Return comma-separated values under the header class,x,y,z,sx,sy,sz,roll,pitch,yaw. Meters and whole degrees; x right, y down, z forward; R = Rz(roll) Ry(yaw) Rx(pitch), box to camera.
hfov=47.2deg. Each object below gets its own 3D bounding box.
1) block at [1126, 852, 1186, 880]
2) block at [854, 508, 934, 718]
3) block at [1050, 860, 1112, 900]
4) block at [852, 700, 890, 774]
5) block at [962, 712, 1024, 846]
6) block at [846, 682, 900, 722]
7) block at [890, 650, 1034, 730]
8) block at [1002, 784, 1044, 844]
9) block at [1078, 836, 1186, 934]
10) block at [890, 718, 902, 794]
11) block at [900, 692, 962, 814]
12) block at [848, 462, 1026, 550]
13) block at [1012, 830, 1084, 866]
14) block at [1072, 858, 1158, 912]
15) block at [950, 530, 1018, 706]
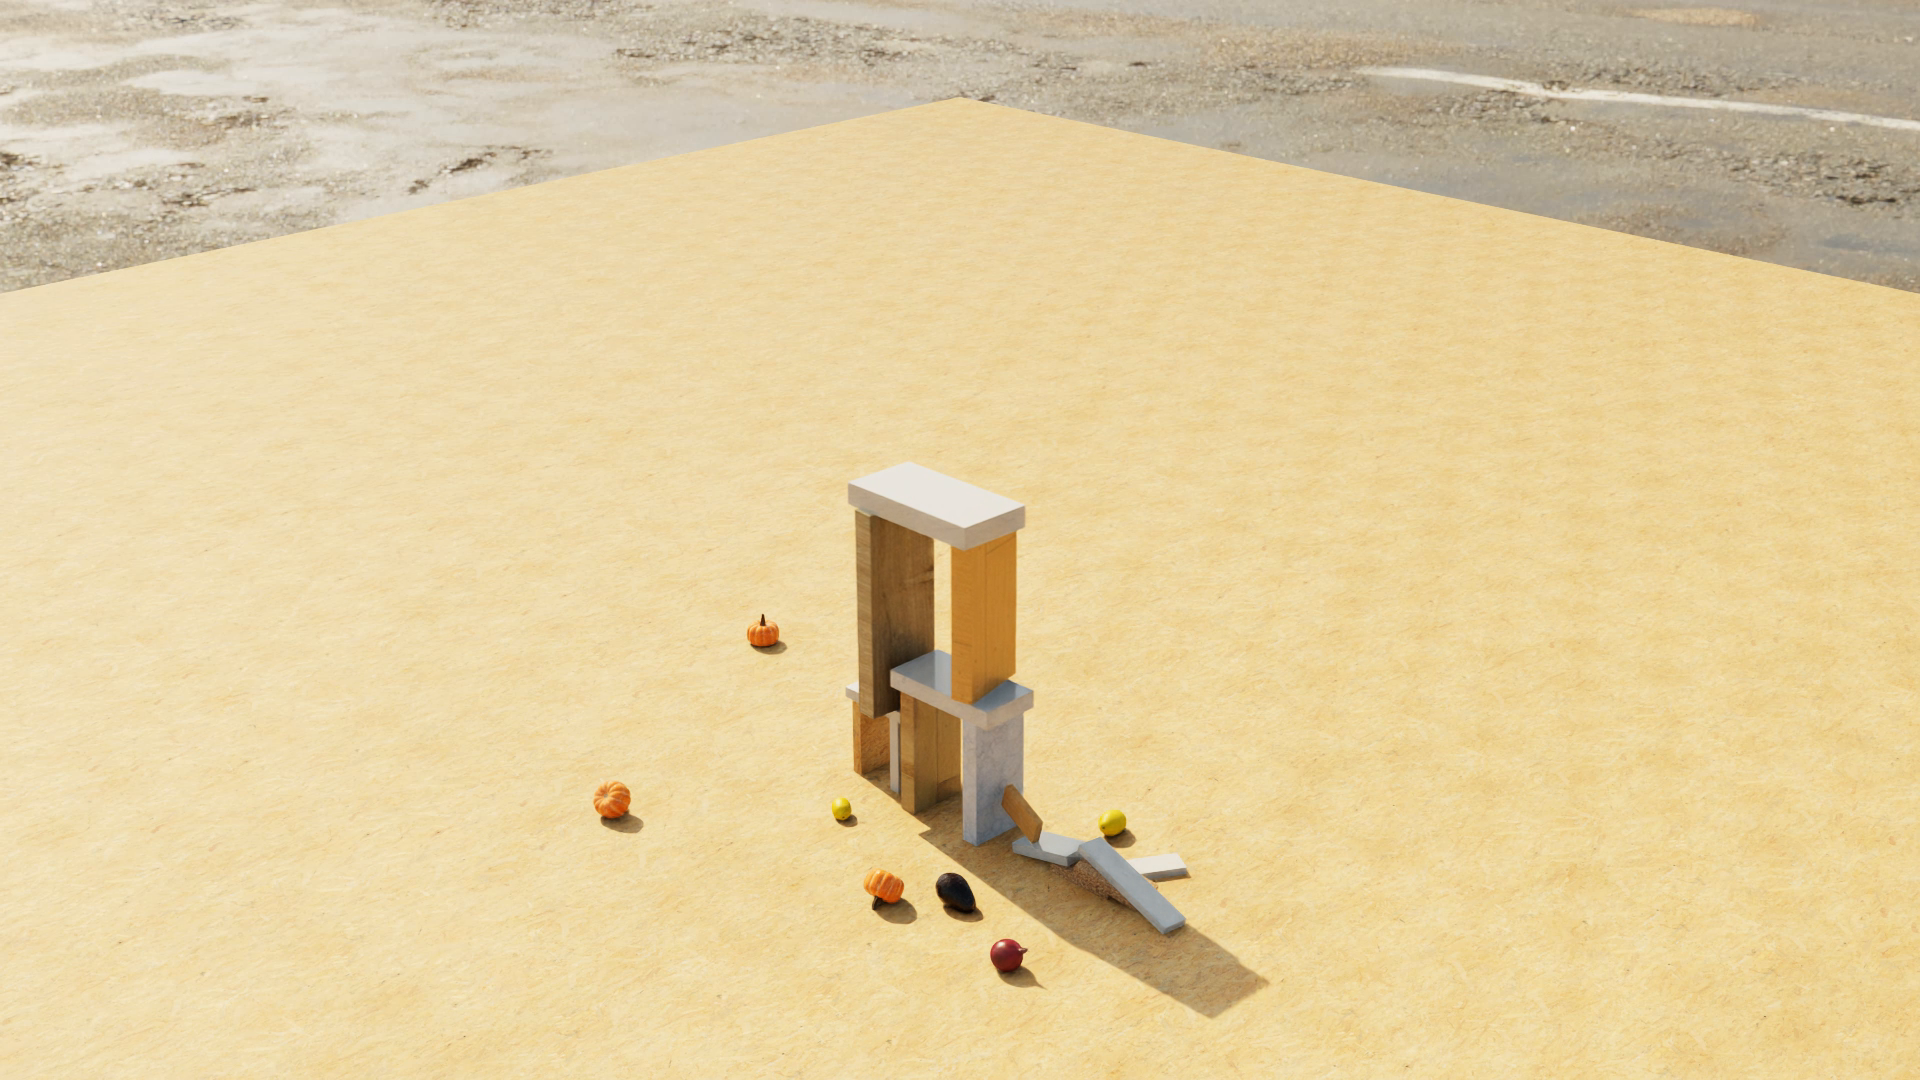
class,x,y,z,sx,sy,sz,roll,pitch,yaw
block,0.376,0.633,4.250,0.112,0.016,0.056,-6,24,-13
block,-0.128,0.130,4.404,0.163,0.441,0.046,-19,29,-37
block,0.252,0.642,4.222,0.146,0.021,0.073,21,31,40
block,-0.185,0.400,4.604,0.083,0.166,0.024,-21,31,-40
block,0.066,0.458,4.341,0.133,0.266,0.038,-21,30,-40
block,-0.150,0.326,4.535,0.083,0.024,0.167,-21,31,-40
block,0.003,0.293,4.339,0.266,0.038,0.133,21,31,40
block,0.122,0.536,4.310,0.016,0.056,0.112,-17,47,-29
block,0.322,0.647,4.132,0.056,0.016,0.249,-16,42,-36
block,-0.106,0.431,4.532,0.024,0.167,0.083,21,31,40
block,-0.058,0.410,4.453,0.133,0.266,0.038,-21,31,-41
block,-0.047,-0.069,4.248,0.163,0.046,0.327,-21,31,-40
block,0.180,0.599,4.284,0.073,0.021,0.146,-21,19,-41
block,0.295,0.642,4.163,0.146,0.021,0.073,28,36,23
block,0.047,0.136,4.243,0.046,0.327,0.163,14,27,30
